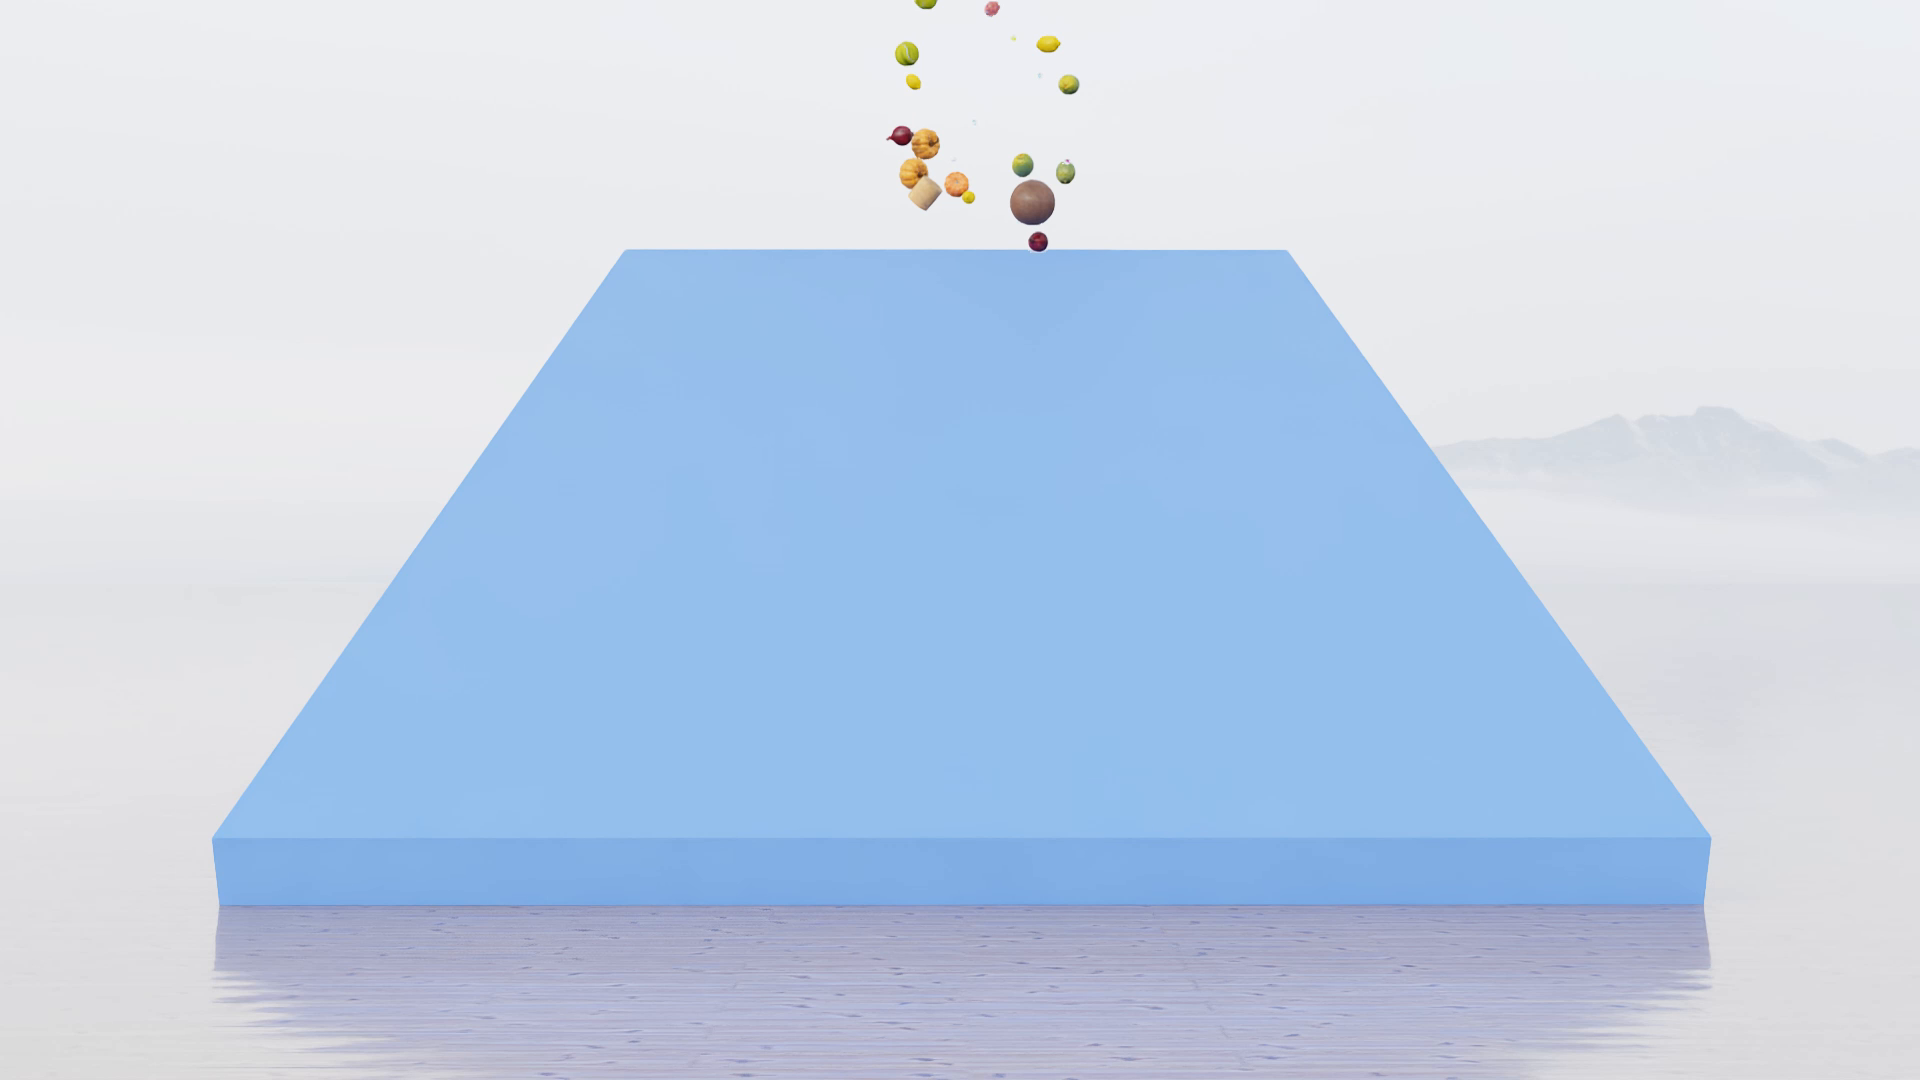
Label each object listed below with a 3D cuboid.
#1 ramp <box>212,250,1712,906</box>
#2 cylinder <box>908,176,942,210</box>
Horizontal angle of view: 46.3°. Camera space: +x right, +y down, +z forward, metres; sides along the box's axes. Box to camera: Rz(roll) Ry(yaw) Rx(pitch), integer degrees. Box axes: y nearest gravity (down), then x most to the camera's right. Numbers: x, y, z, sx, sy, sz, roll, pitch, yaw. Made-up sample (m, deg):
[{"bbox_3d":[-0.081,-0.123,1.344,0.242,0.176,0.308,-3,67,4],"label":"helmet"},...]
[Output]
[{"bbox_3d":[-0.004,-0.193,4.905,2.000,0.100,4.000,0,19,0],"label":"ramp"},{"bbox_3d":[-0.099,-0.982,6.356,0.071,0.071,0.071,-48,-21,19],"label":"cylinder"}]
